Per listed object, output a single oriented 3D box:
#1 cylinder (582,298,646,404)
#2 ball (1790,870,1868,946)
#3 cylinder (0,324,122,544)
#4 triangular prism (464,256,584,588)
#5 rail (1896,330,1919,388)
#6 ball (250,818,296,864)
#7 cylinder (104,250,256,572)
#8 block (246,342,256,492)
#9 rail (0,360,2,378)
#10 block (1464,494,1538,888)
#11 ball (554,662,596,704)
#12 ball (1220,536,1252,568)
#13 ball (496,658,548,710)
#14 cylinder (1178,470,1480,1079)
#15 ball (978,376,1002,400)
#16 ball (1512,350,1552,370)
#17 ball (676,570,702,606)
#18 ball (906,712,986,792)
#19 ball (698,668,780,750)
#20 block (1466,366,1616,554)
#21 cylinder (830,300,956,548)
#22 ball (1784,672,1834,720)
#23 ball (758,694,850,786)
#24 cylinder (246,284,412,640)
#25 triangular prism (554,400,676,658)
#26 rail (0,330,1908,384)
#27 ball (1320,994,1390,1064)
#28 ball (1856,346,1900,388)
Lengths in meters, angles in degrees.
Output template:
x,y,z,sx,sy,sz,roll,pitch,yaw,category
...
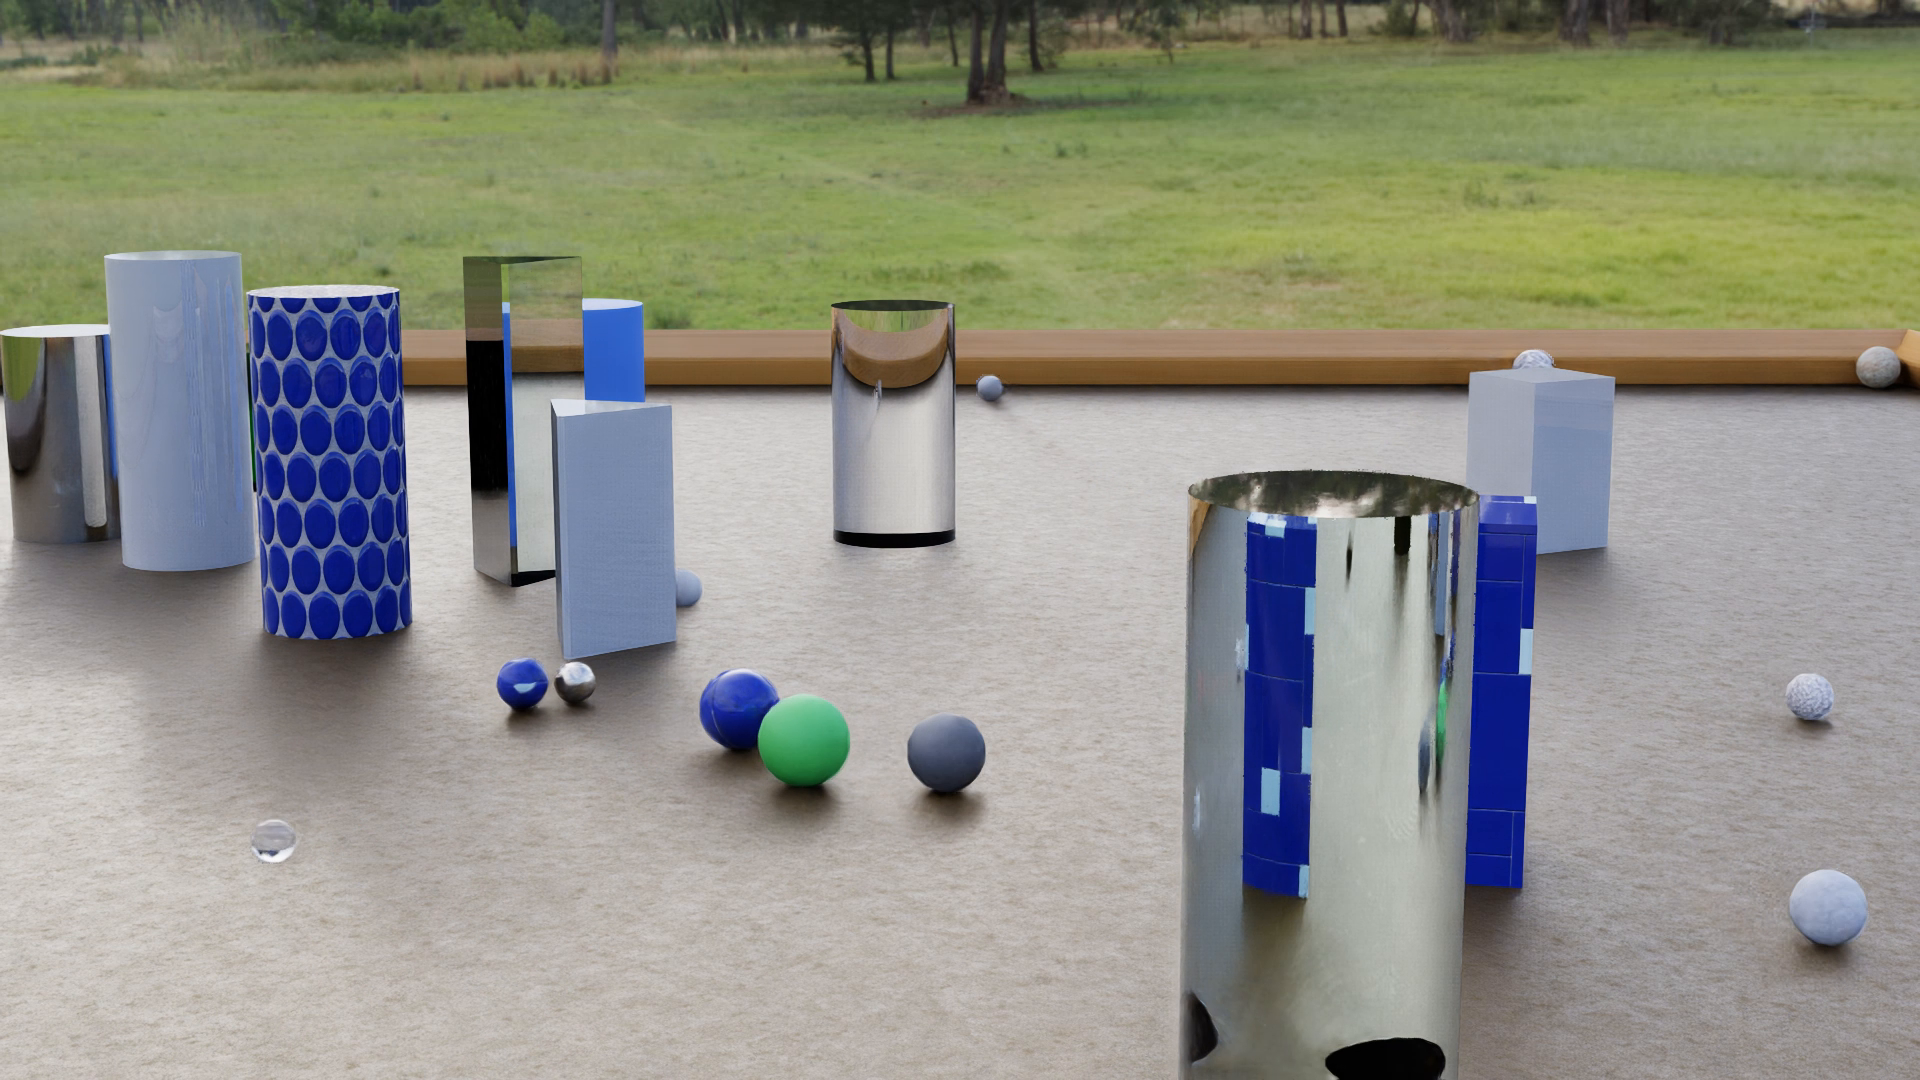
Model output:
x,y,z,sx,sy,sz,roll,pitch,yaw,category
-0.589,-0.191,4.015,0.191,0.357,0.191,0,11,0,cylinder
0.726,0.307,2.145,0.063,0.063,0.063,0,11,0,ball
-1.385,-0.168,4.000,0.191,0.318,0.191,0,11,0,cylinder
-0.646,-0.176,3.673,0.144,0.453,0.166,6,12,30,triangular prism
2.165,0.030,3.461,0.045,0.124,4.934,0,11,0,rail
-0.633,0.277,2.365,0.041,0.041,0.041,0,11,0,ball
-1.145,-0.193,3.776,0.191,0.450,0.191,0,11,0,cylinder
-1.225,-0.216,4.468,0.153,0.240,0.153,-7,12,-31,block
-2.165,0.034,3.437,0.045,0.124,4.934,0,11,0,rail
0.444,0.133,2.353,0.153,0.330,0.153,2,11,12,block
-0.443,0.164,2.953,0.048,0.048,0.048,0,11,0,ball
0.403,0.018,3.741,0.047,0.047,0.047,0,11,0,ball
-0.500,0.164,2.927,0.058,0.058,0.058,0,11,0,ball
0.246,0.188,1.737,0.191,0.446,0.191,0,11,0,cylinder
0.066,-0.332,5.597,0.056,0.056,0.056,0,11,0,ball
1.291,-0.384,5.785,0.090,0.090,0.090,0,11,0,ball
-0.375,0.065,3.482,0.050,0.050,0.050,0,11,0,ball
-0.014,0.214,2.595,0.080,0.080,0.080,0,11,0,ball
-0.237,0.181,2.754,0.087,0.087,0.087,0,11,0,ball
0.884,-0.124,3.921,0.153,0.260,0.153,-5,12,-27,block
-0.102,-0.182,3.957,0.191,0.361,0.191,0,11,0,cylinder
0.954,0.175,2.881,0.052,0.052,0.052,0,11,0,ball
-0.159,0.204,2.613,0.094,0.094,0.094,0,11,0,ball
-0.818,-0.105,3.338,0.191,0.437,0.191,0,11,0,cylinder
-0.472,-0.021,3.253,0.166,0.303,0.144,-9,14,-41,triangular prism
-0.014,-0.415,5.851,4.377,0.124,0.045,0,11,0,rail
0.290,0.359,1.884,0.051,0.051,0.051,0,11,0,ball
2.075,-0.390,5.798,0.096,0.096,0.096,0,11,0,ball
